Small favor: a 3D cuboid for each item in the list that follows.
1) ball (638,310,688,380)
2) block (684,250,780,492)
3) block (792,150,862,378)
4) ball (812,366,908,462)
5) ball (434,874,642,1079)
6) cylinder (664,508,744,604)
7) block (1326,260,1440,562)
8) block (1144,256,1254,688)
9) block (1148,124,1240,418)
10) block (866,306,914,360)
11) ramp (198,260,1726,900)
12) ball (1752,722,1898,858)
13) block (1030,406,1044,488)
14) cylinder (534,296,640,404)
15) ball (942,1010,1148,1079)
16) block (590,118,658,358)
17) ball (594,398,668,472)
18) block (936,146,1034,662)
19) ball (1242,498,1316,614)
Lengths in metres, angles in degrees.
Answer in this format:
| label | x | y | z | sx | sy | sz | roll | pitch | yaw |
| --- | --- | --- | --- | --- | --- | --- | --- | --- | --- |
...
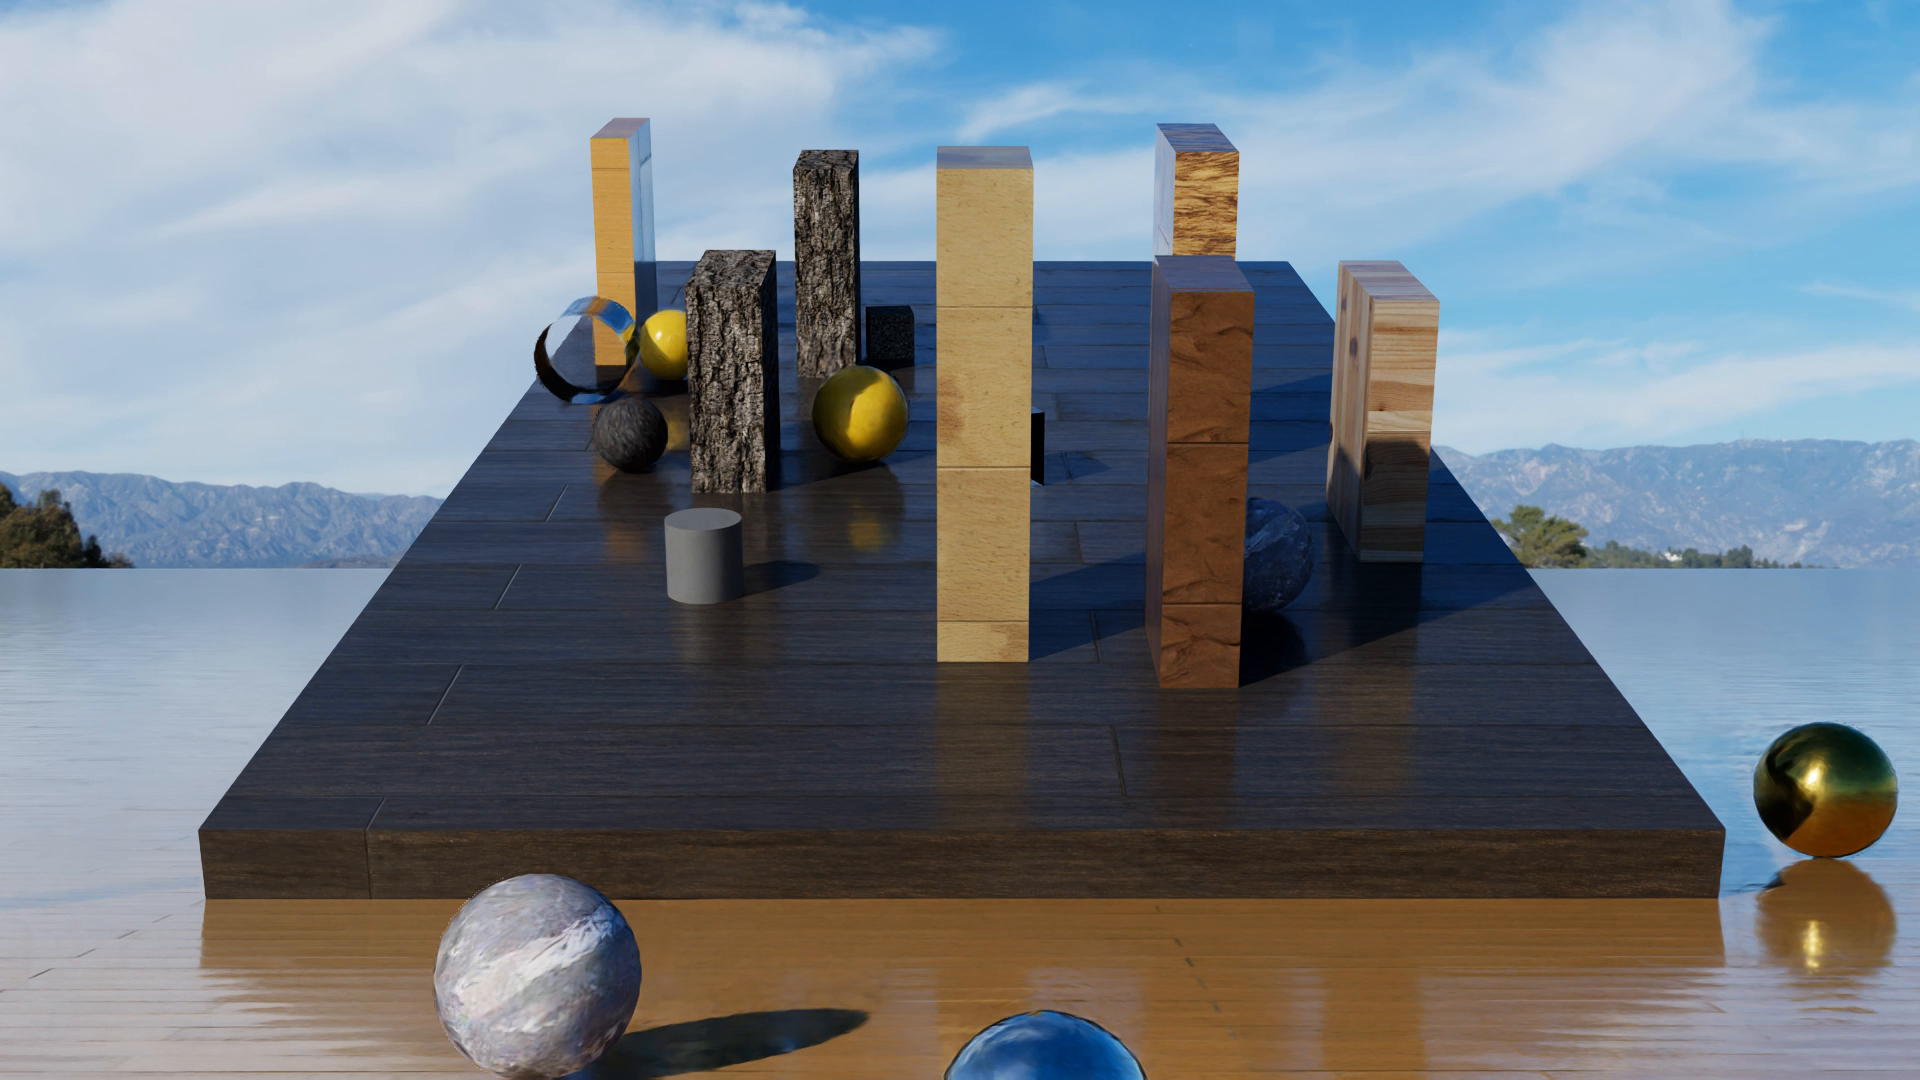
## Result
| label | x | y | z | sx | sy | sz | roll | pitch | yaw |
| --- | --- | --- | --- | --- | --- | --- | --- | --- | --- |
| ball | -0.680 | -0.462 | 5.275 | 0.164 | 0.164 | 0.164 | 0 | -1 | 0 |
| block | -0.455 | -0.348 | 4.519 | 0.145 | 0.411 | 0.393 | 0 | 18 | 0 |
| block | -0.318 | -0.672 | 5.395 | 0.139 | 0.493 | 0.332 | 0 | 18 | 0 |
| ball | -0.205 | -0.259 | 4.587 | 0.199 | 0.199 | 0.199 | 0 | -1 | 0 |
| ball | -0.363 | 0.376 | 1.923 | 0.176 | 0.176 | 0.176 | 0 | -1 | 0 |
| cylinder | -0.436 | 0.026 | 3.808 | 0.130 | 0.130 | 0.130 | 0 | 18 | 0 |
| block | 0.769 | -0.243 | 4.092 | 0.112 | 0.473 | 0.380 | 0 | 18 | 0 |
| block | 0.364 | -0.110 | 3.448 | 0.120 | 0.612 | 0.290 | 0 | 18 | 0 |
| block | 0.482 | -0.518 | 4.668 | 0.125 | 0.644 | 0.443 | 0 | 18 | 0 |
| block | -0.174 | -0.515 | 5.534 | 0.109 | 0.109 | 0.109 | -2 | 18 | -7 |
| ramp | -0.003 | -0.183 | 4.842 | 2.000 | 0.100 | 4.000 | 0 | 18 | 0 |
| ball | 1.302 | 0.376 | 3.361 | 0.205 | 0.205 | 0.205 | 0 | -1 | 0 |
| block | 0.066 | -0.191 | 4.453 | 0.152 | 0.152 | 0.152 | -8 | 19 | -24 |
| cylinder | -0.854 | -0.438 | 5.131 | 0.207 | 0.207 | 0.207 | 0 | 18 | 1 |
| ball | 0.056 | 0.385 | 1.465 | 0.149 | 0.149 | 0.149 | 0 | -1 | 0 |
| block | -0.839 | -0.765 | 5.609 | 0.092 | 0.537 | 0.401 | 0 | 18 | 0 |
| ball | -0.667 | -0.215 | 4.529 | 0.150 | 0.150 | 0.150 | 0 | -1 | 0 |
| block | 0.036 | -0.214 | 3.509 | 0.143 | 0.772 | 0.246 | 0 | 18 | 0 |
| ball | 0.493 | 0.026 | 3.713 | 0.191 | 0.191 | 0.191 | 0 | -1 | 0 |
